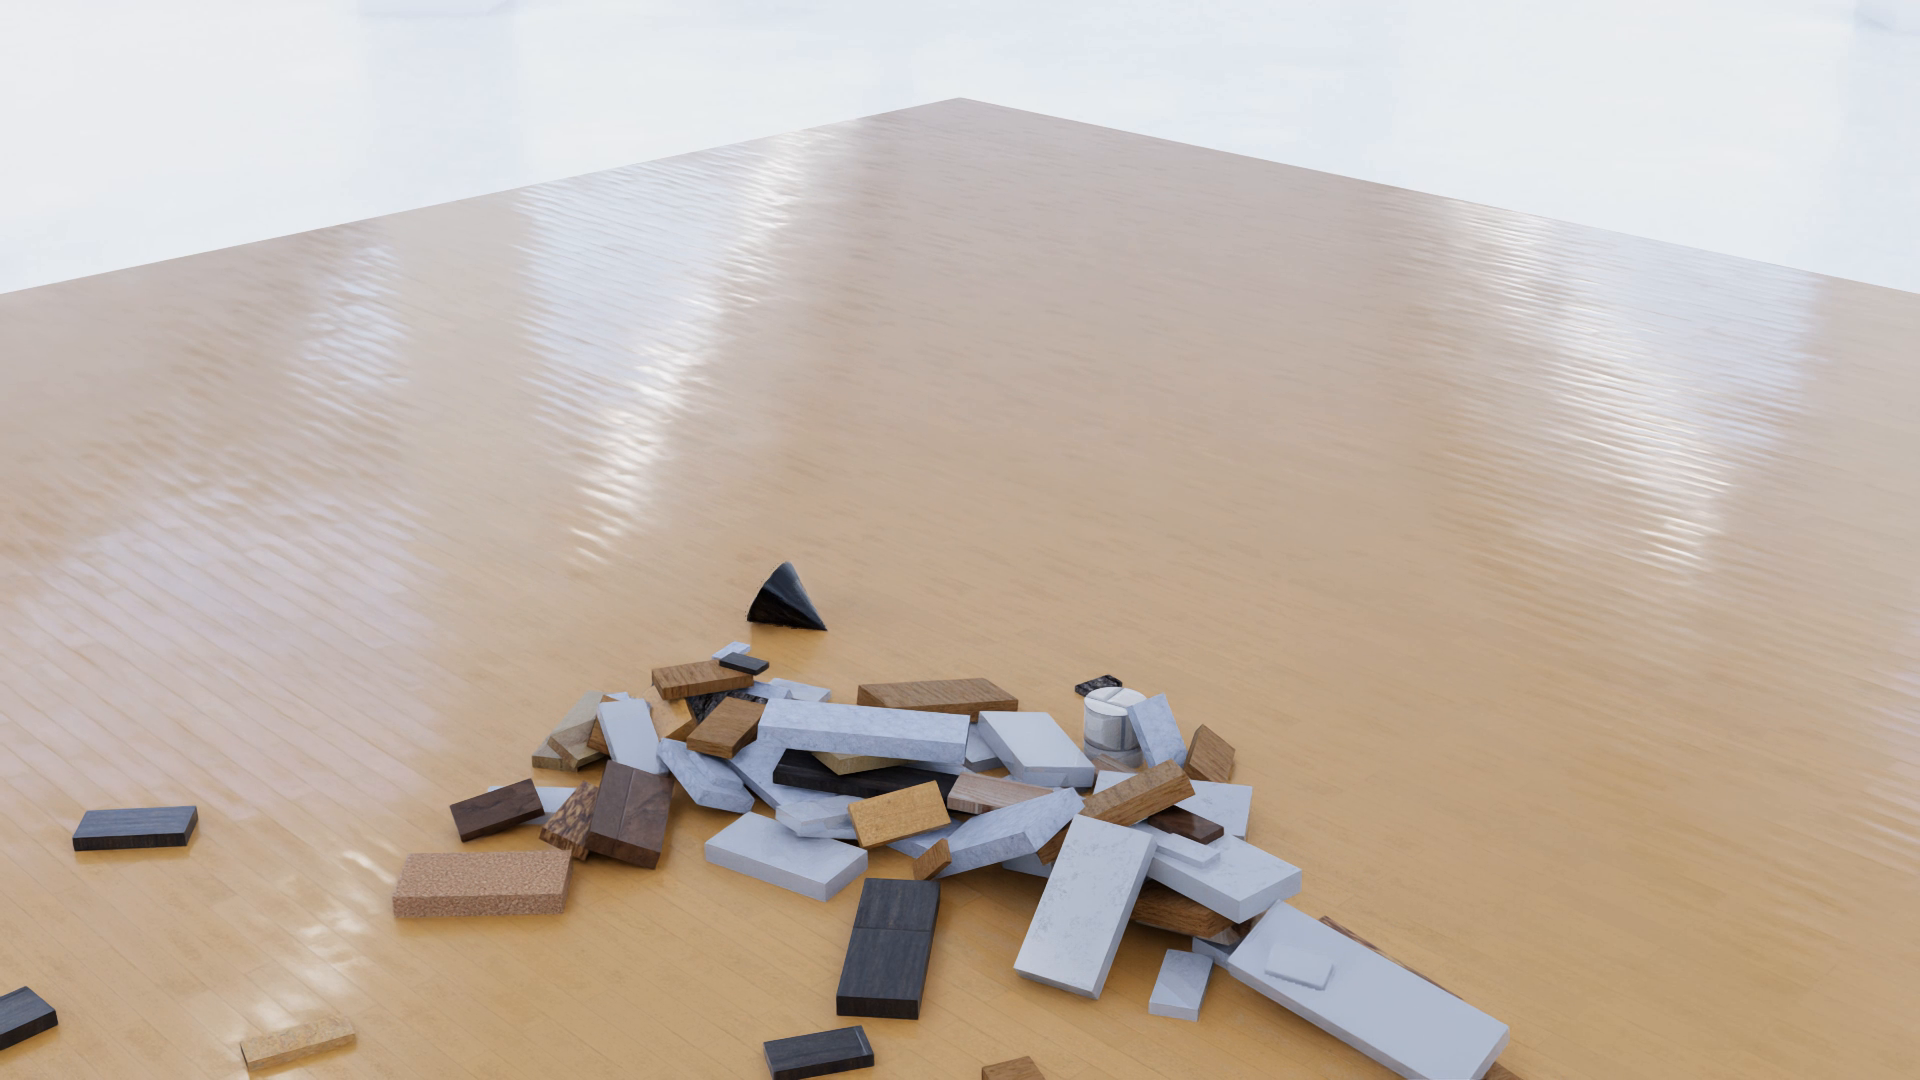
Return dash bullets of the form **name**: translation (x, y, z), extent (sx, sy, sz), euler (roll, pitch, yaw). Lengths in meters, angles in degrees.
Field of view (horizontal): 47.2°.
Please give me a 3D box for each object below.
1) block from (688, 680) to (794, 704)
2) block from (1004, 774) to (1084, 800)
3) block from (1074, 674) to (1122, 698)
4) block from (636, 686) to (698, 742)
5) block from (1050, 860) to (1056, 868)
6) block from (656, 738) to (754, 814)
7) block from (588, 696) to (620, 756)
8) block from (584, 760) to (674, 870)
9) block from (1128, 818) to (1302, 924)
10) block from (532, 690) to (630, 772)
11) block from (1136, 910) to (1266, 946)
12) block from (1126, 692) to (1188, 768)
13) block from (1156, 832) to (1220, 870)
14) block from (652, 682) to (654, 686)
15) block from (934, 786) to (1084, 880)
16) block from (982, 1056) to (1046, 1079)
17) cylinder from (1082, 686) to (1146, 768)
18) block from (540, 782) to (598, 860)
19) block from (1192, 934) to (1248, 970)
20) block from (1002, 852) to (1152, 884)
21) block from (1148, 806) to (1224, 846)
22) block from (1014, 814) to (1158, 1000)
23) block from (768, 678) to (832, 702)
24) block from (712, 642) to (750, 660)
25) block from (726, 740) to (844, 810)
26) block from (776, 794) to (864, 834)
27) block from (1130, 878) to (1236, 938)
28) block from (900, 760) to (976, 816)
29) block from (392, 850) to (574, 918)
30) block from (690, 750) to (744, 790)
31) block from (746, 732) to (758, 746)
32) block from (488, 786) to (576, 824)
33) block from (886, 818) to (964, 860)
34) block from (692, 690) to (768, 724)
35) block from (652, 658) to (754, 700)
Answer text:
- **block**: translation (-0.494, 0.357, 4.805), extent (0.234, 0.033, 0.117), euler (11, 57, 24)
- **block**: translation (0.160, 0.523, 4.446), extent (0.190, 0.027, 0.095), euler (20, 30, 39)
- **block**: translation (0.313, 0.331, 4.963), extent (0.099, 0.014, 0.049), euler (-16, 28, -33)
- **block**: translation (-0.638, 0.379, 4.754), extent (0.117, 0.033, 0.234), euler (-34, 28, -1)
- **block**: translation (0.230, 0.580, 4.125), extent (0.075, 0.021, 0.150), euler (-5, 13, 23)
- **block**: translation (-0.524, 0.483, 4.514), extent (0.121, 0.034, 0.242), euler (16, 12, -33)
- **block**: translation (-0.738, 0.399, 4.689), extent (0.085, 0.024, 0.169), euler (22, 27, -10)
- **block**: translation (-0.654, 0.543, 4.368), extent (0.143, 0.040, 0.285), euler (19, 21, -9)
- **block**: translation (0.444, 0.586, 3.988), extent (0.161, 0.046, 0.322), euler (-18, 27, -36)
- **block**: translation (-0.816, 0.411, 4.755), extent (0.101, 0.029, 0.310), euler (5, 24, 12)
- **block**: translation (0.440, 0.686, 4.036), extent (0.113, 0.032, 0.225), euler (-21, 17, -40)
- **block**: translation (0.417, 0.417, 4.569), extent (0.090, 0.181, 0.026), euler (-18, -6, -35)
- **block**: translation (0.411, 0.562, 3.969), extent (0.106, 0.015, 0.053), euler (17, 28, 40)
- **block**: translation (-0.620, 0.333, 4.905), extent (0.140, 0.020, 0.070), euler (-2, 42, 11)
- **block**: translation (0.080, 0.556, 4.156), extent (0.311, 0.044, 0.156), euler (-25, 9, 48)
- **block**: translation (0.107, 0.909, 3.587), extent (0.085, 0.024, 0.171), euler (-9, 25, -20)
- **cylinder**: translation (0.328, 0.400, 4.648), extent (0.133, 0.133, 0.133), euler (0, 23, 0)
- **block**: translation (-0.745, 0.555, 4.363), extent (0.101, 0.029, 0.203), euler (25, 25, 4)
- **block**: translation (0.541, 0.749, 3.954), extent (0.113, 0.032, 0.225), euler (-21, 31, -40)
- **block**: translation (0.246, 0.598, 4.190), extent (0.161, 0.046, 0.322), euler (-21, 16, -40)
- **block**: translation (0.416, 0.526, 4.055), extent (0.065, 0.018, 0.130), euler (-20, 28, -39)
- **block**: translation (0.226, 0.653, 3.934), extent (0.154, 0.044, 0.308), euler (12, 64, 26)
- **block**: translation (-0.369, 0.345, 4.922), extent (0.143, 0.020, 0.072), euler (11, 25, 23)
- **block**: translation (-0.533, 0.263, 5.124), extent (0.046, 0.013, 0.092), euler (13, 26, 27)
- **block**: translation (-0.355, 0.488, 4.485), extent (0.121, 0.034, 0.242), euler (-29, 45, -29)
- **block**: translation (-0.260, 0.538, 4.326), extent (0.183, 0.026, 0.091), euler (-5, 17, -36)
- **block**: translation (0.391, 0.651, 4.046), extent (0.161, 0.046, 0.322), euler (-20, 16, -38)
- **block**: translation (-0.067, 0.480, 4.503), extent (0.238, 0.034, 0.119), euler (26, 34, 38)
- **block**: translation (-0.901, 0.651, 4.169), extent (0.313, 0.044, 0.157), euler (-1, 23, -2)
- **block**: translation (-0.498, 0.469, 4.492), extent (0.067, 0.019, 0.133), euler (16, 12, -33)
- **block**: translation (-0.439, 0.442, 4.611), extent (0.258, 0.021, 0.075), euler (28, 60, 34)
- **block**: translation (-0.863, 0.538, 4.456), extent (0.202, 0.029, 0.101), euler (1, 23, 2)
- **block**: translation (-0.096, 0.572, 4.368), extent (0.242, 0.034, 0.121), euler (18, 29, 36)
- **block**: translation (-0.475, 0.388, 4.731), extent (0.234, 0.033, 0.117), euler (11, 57, 24)
- **block**: translation (-0.561, 0.300, 4.788), extent (0.202, 0.029, 0.101), euler (-8, 24, -19)
